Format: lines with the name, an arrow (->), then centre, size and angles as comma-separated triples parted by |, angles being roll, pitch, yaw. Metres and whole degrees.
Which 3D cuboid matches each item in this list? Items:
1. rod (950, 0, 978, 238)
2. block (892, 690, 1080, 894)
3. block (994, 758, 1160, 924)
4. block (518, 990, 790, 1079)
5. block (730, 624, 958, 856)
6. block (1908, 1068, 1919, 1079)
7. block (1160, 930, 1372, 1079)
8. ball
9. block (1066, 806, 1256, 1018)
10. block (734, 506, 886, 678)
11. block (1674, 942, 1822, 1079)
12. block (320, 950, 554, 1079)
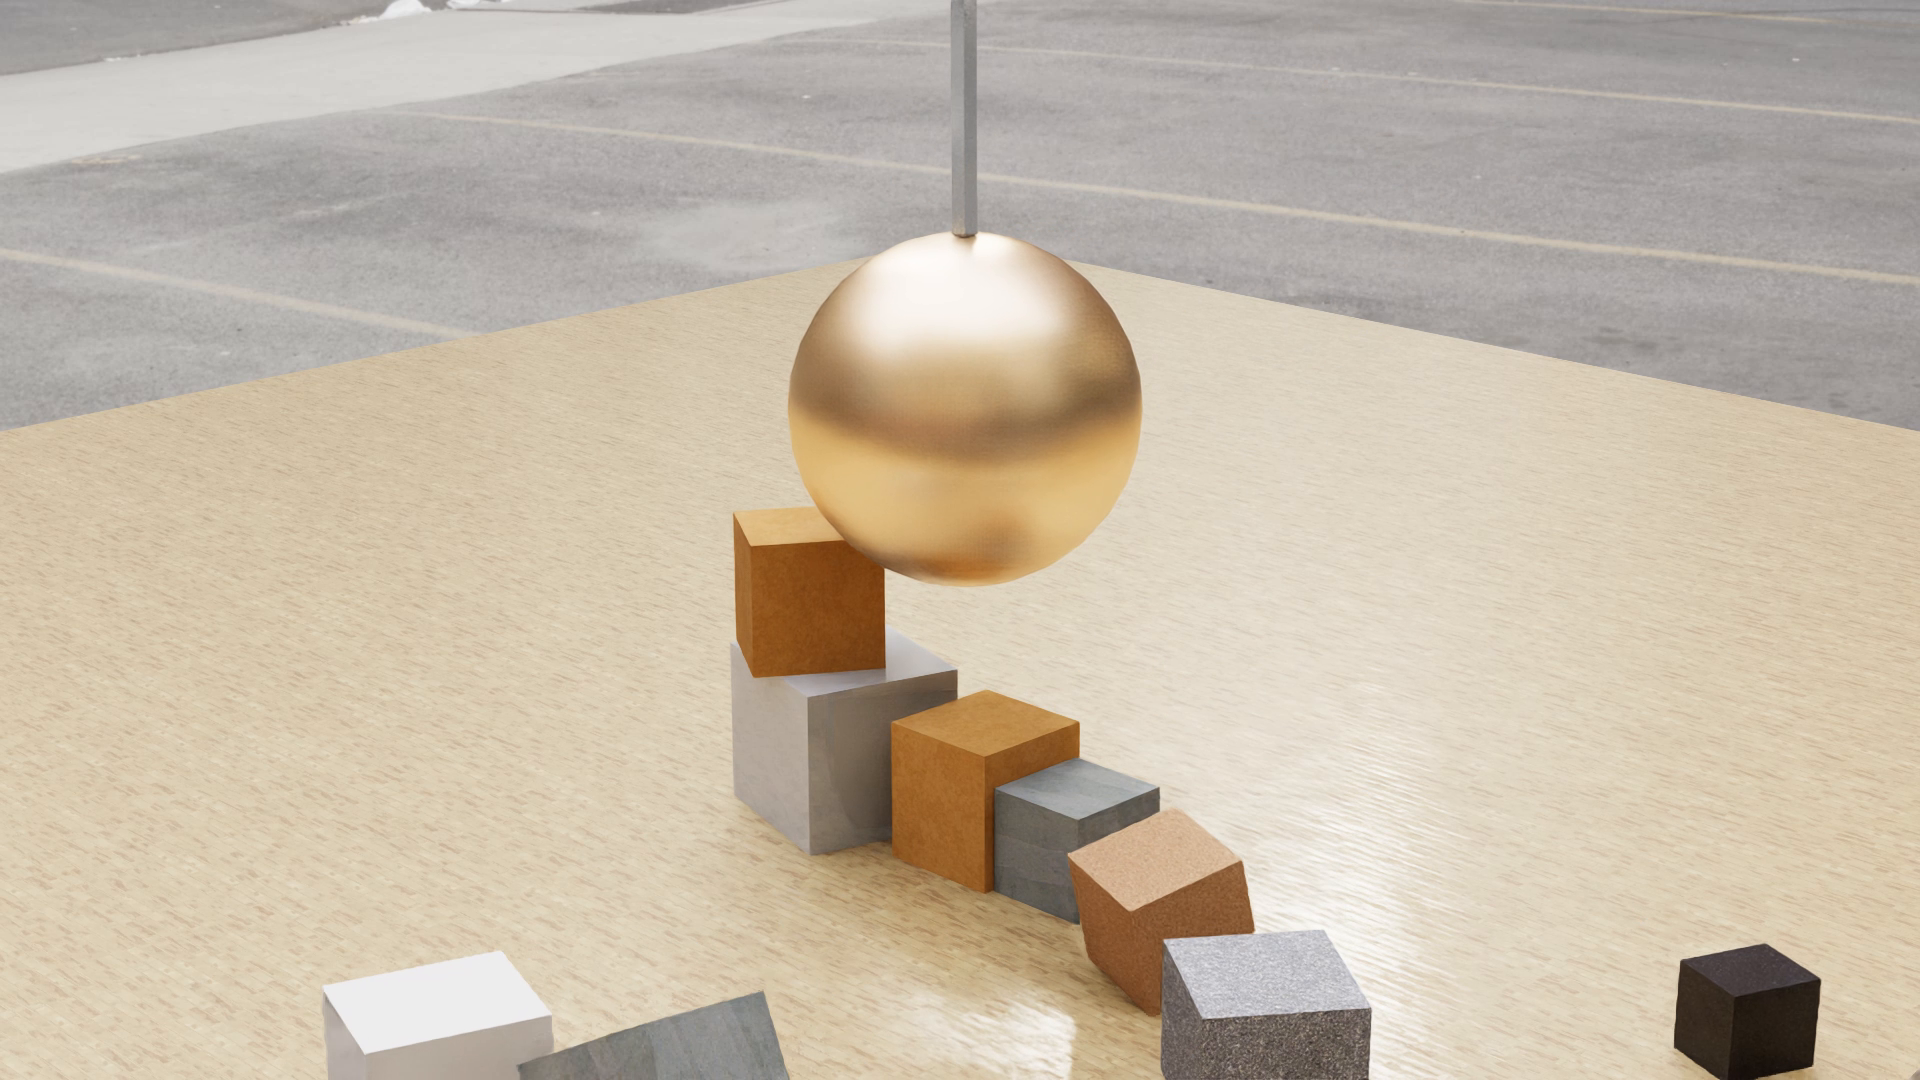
rod -> 0.010, -3.825, 12.150 | 0.080, 5.200, 0.080 | 17, 24, 42
block -> 0.118, 1.153, 13.564 | 0.620, 0.666, 0.605 | -17, 24, -42
block -> 0.525, 1.349, 13.217 | 0.538, 0.501, 0.511 | -17, 24, -42
block -> -1.028, 1.959, 10.151 | 0.638, 0.560, 0.616 | -23, -10, 36
block -> -0.560, 0.927, 14.079 | 0.784, 0.789, 0.857 | -9, 20, -27
block -> 3.803, 2.046, 10.647 | 0.432, 0.453, 0.465 | -15, 62, -13
block -> 1.166, 1.922, 11.290 | 0.646, 0.563, 0.693 | -2, 18, -8
ball -> 0.023, -0.586, 13.182 | 1.600, 1.600, 1.600 | 0, 17, 0
block -> 0.852, 1.547, 12.275 | 0.537, 0.534, 0.544 | -22, 29, -19
block -> -0.716, 0.233, 13.893 | 0.627, 0.645, 0.564 | -4, 18, -12
block -> 3.137, 1.888, 11.698 | 0.413, 0.384, 0.356 | -7, 19, -21
block -> -1.920, 2.007, 10.831 | 0.691, 0.677, 0.597 | -8, 19, -25
